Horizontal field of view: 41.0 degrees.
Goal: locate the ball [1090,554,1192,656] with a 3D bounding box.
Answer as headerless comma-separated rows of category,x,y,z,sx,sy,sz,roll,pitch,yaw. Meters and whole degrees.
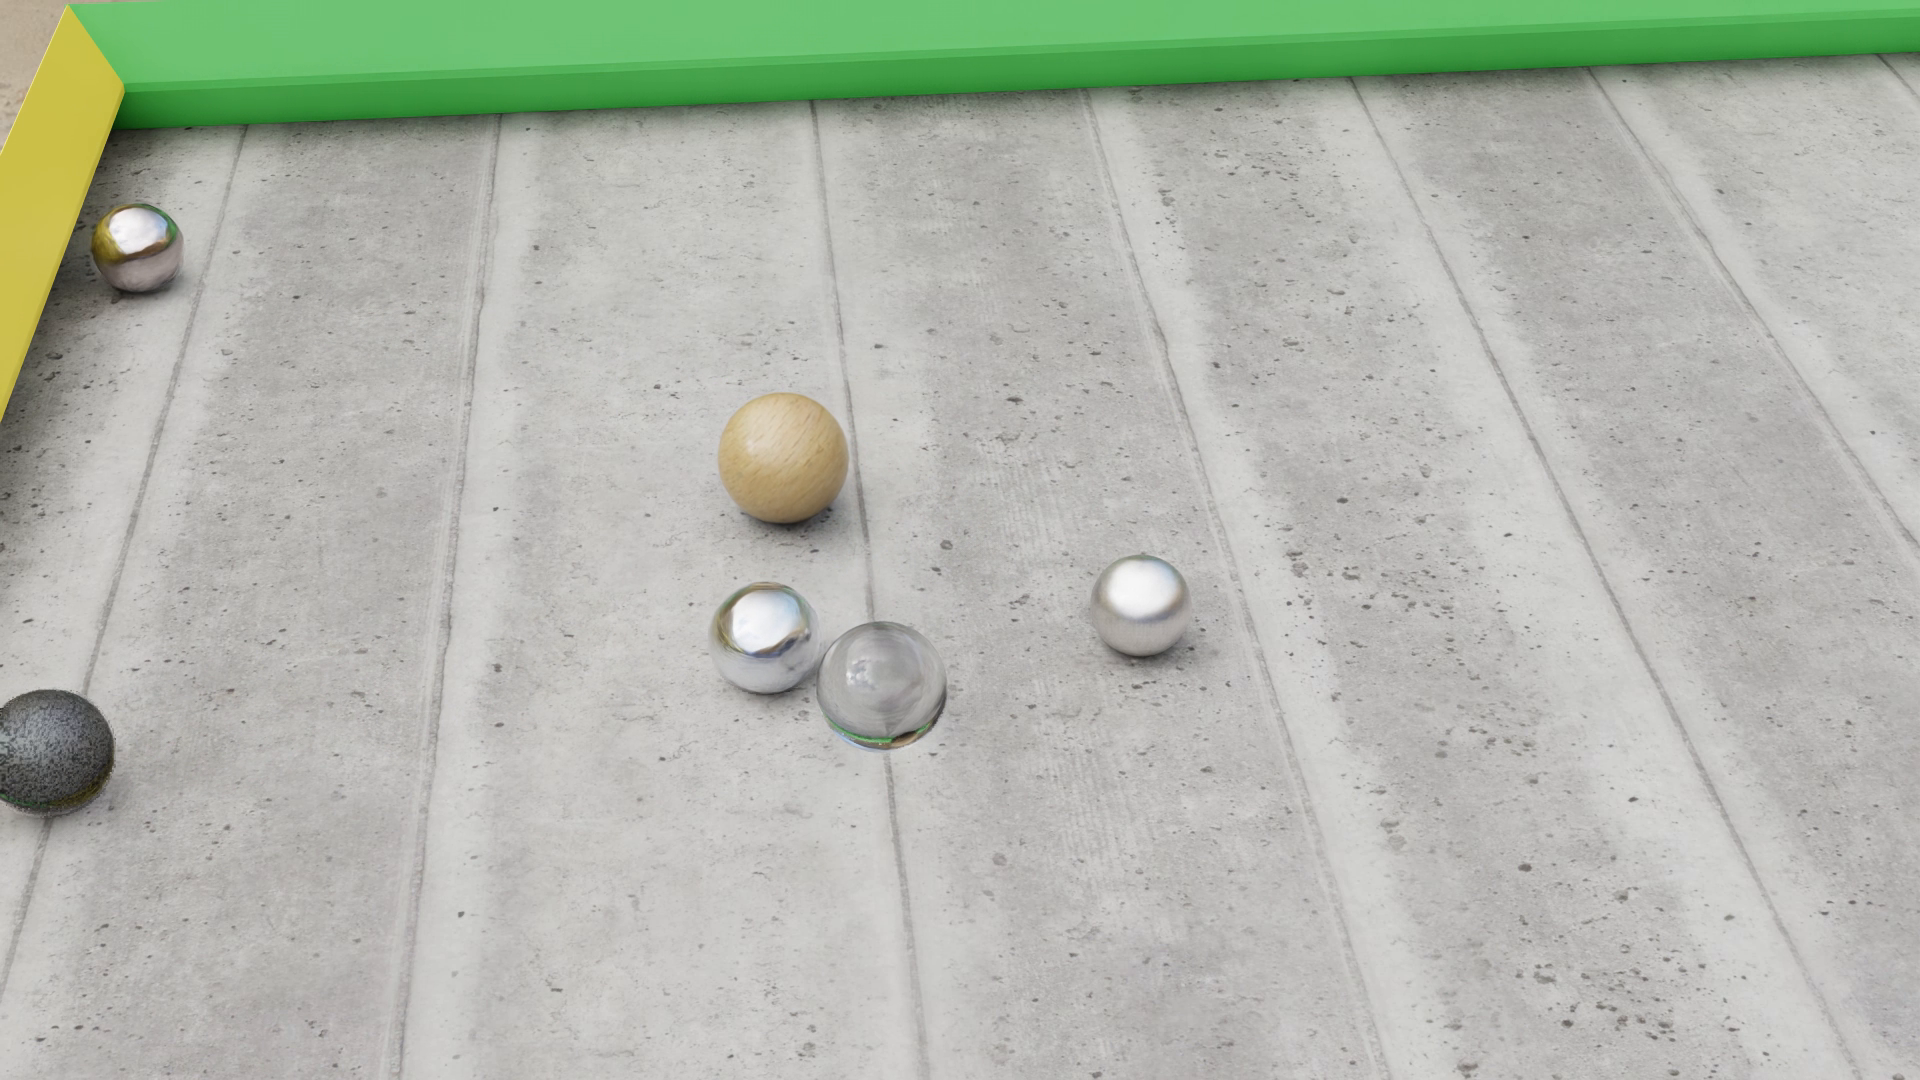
ball,0.117,0.042,1.655,0.066,0.066,0.066,0,36,0

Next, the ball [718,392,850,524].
ball,-0.122,-0.056,1.771,0.091,0.091,0.091,0,36,0

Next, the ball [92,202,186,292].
ball,-0.651,-0.232,2.034,0.071,0.071,0.071,0,36,0

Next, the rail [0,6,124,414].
rail,-0.674,0.019,1.640,0.045,0.118,1.499,-3,36,-5

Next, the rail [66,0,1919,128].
rail,0.626,-0.480,2.337,2.803,0.118,0.045,-3,36,-5

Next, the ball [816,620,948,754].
ball,-0.048,0.090,1.575,0.081,0.081,0.081,0,36,0

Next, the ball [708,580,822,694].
ball,-0.123,0.061,1.624,0.071,0.071,0.071,0,36,0

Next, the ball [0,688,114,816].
ball,-0.544,0.127,1.529,0.076,0.076,0.076,0,36,0
